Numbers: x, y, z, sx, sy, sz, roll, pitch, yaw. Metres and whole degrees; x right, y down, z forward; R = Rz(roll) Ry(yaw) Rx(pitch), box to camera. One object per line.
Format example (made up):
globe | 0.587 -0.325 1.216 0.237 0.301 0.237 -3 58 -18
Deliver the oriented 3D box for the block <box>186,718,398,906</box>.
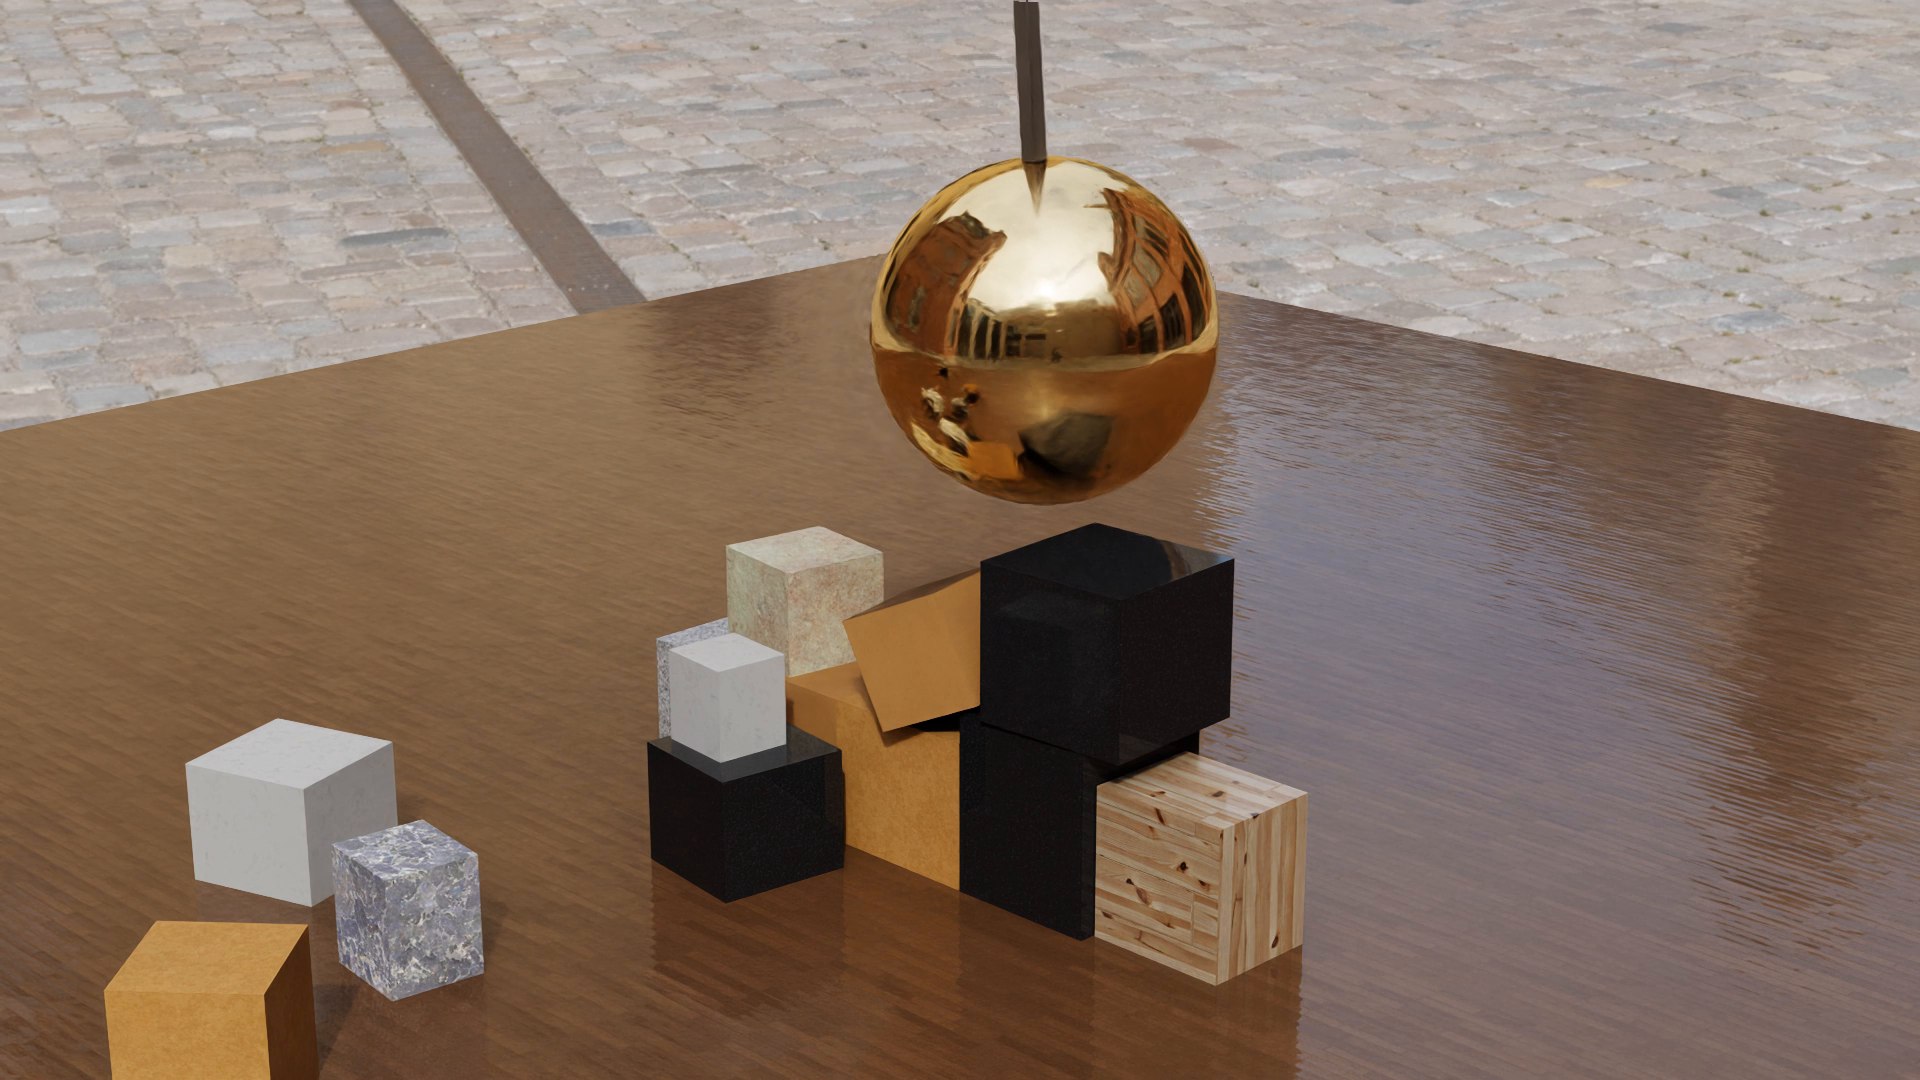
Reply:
block | -3.054 1.240 13.451 0.669 0.568 0.642 9 19 25

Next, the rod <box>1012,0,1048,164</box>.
rod | 0.167 -4.124 12.221 0.080 5.200 0.080 17 29 42

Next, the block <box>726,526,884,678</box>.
block | -0.752 0.292 14.237 0.550 0.521 0.540 -13 21 -35

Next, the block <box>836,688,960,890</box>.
block | -0.027 1.084 13.709 0.749 0.711 0.804 -17 24 -42

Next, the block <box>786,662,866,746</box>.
block | -0.603 0.929 14.236 0.646 0.692 0.764 -17 24 -42

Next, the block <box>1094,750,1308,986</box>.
block | 1.039 1.407 12.686 0.582 0.708 0.691 -17 24 -42

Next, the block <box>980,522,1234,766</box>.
block | 0.639 0.437 12.792 0.786 0.736 0.773 15 23 40

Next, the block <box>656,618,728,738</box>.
block | -1.076 0.797 14.721 0.640 0.652 0.598 -17 24 -42

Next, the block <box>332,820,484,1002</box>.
block | -2.345 1.566 12.449 0.434 0.547 0.481 -13 22 -36

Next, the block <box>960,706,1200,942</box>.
block | 0.533 1.169 13.156 0.745 0.880 0.768 17 24 42

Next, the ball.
ball | 0.386 -0.960 13.445 1.600 1.600 1.600 0 17 0

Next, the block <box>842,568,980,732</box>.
block | -0.080 0.480 13.260 0.547 0.533 0.551 -18 4 36

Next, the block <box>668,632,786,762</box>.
block | -1.062 0.716 13.395 0.367 0.435 0.391 -14 22 -37

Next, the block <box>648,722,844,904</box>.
block | -0.987 1.219 13.494 0.647 0.583 0.631 -13 22 -36

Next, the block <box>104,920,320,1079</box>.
block | -2.852 1.894 11.224 0.600 0.656 0.611 1 17 3
